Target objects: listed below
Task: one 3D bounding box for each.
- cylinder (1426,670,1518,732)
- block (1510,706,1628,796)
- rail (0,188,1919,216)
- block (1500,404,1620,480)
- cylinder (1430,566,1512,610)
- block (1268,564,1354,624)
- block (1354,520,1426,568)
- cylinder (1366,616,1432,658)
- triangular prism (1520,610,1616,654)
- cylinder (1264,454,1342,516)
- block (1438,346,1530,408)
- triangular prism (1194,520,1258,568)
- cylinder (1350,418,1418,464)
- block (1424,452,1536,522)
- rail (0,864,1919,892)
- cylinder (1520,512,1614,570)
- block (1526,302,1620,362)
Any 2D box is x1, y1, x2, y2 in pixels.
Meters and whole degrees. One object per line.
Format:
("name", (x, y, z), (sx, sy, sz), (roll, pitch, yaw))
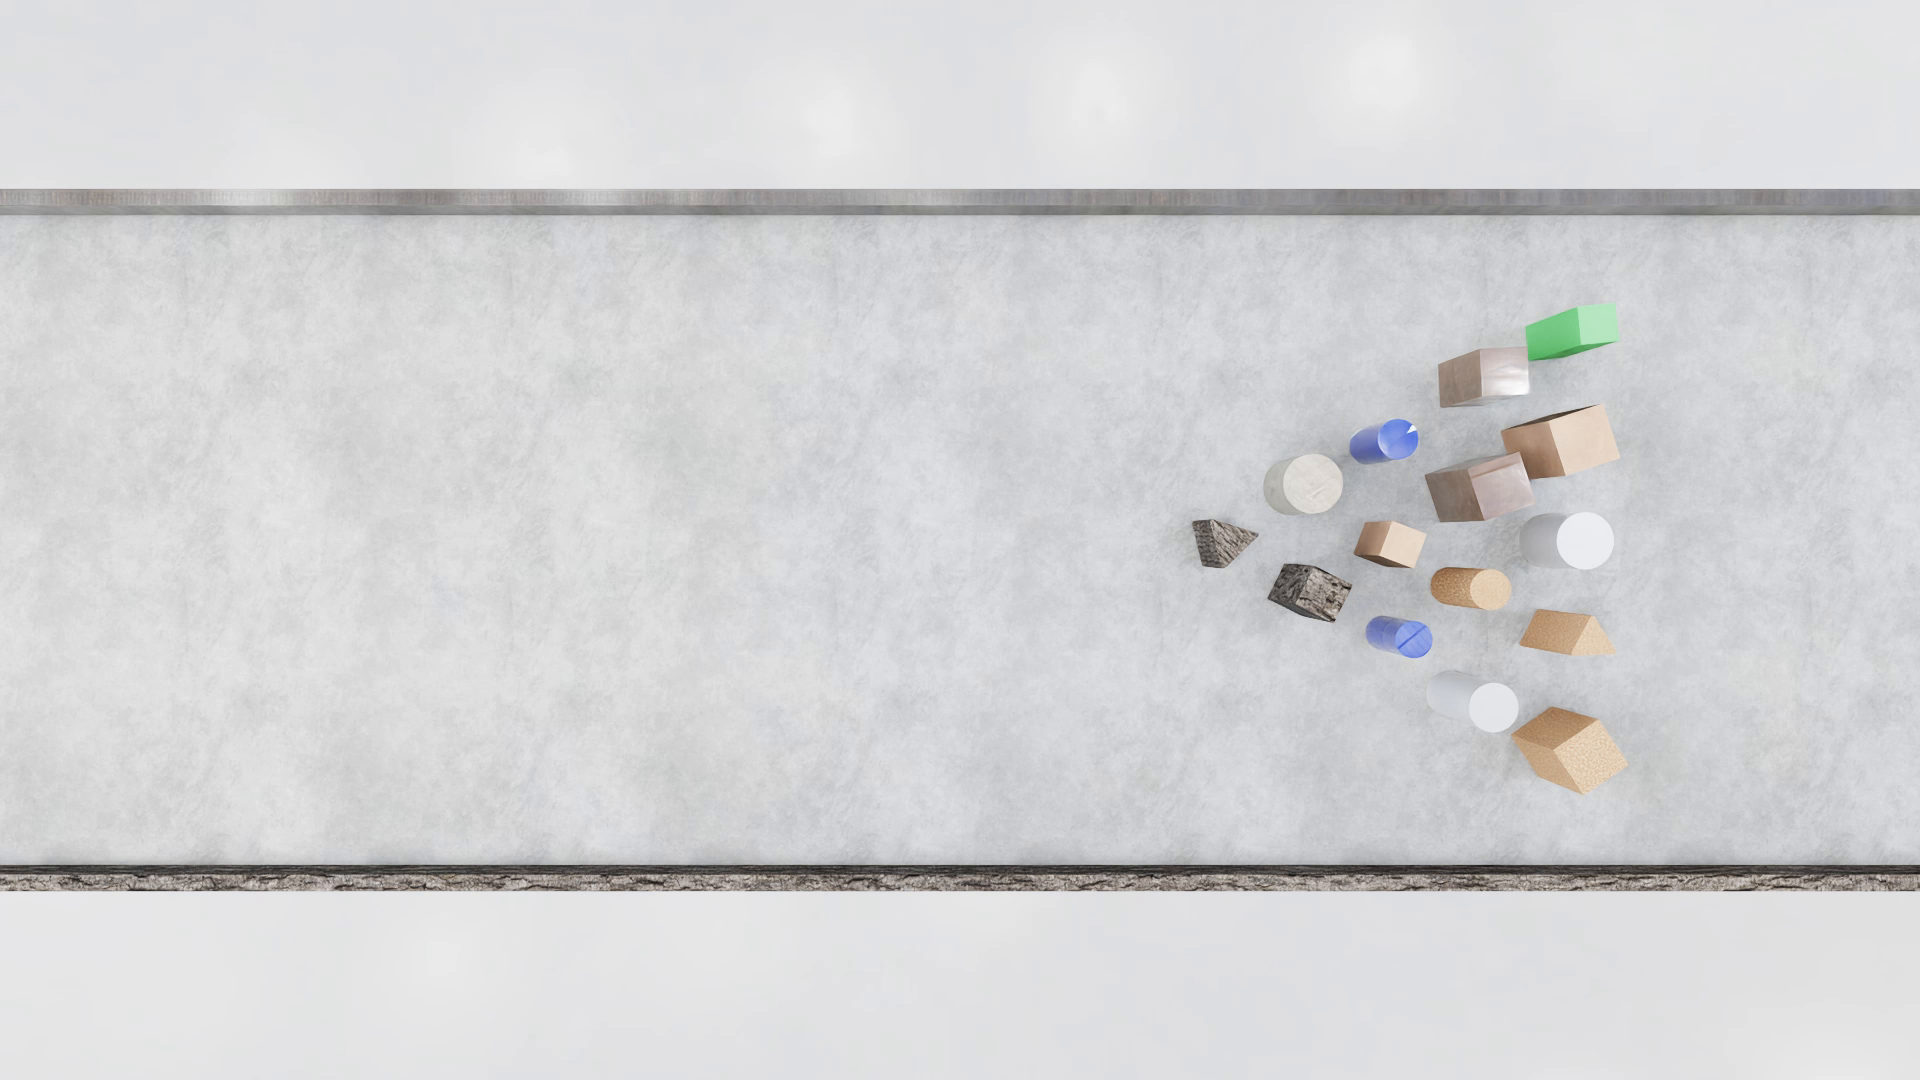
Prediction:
("cylinder", (1.504, 0.472, 4.862), (0.140, 0.429, 0.140), (0, 90, 0))
("block", (1.802, 0.620, 4.892), (0.156, 0.370, 0.156), (-34, 90, 0))
("rail", (-2.247, -1.025, 5.002), (12.000, 0.150, 0.050), (0, 90, 0))
("block", (1.765, -0.284, 4.869), (0.162, 0.416, 0.162), (-18, 90, 0))
("cylinder", (1.506, 0.141, 4.878), (0.117, 0.397, 0.117), (0, 90, 0))
("block", (1.025, 0.153, 4.859), (0.121, 0.434, 0.121), (27, 90, 0))
("block", (1.279, 0.014, 4.917), (0.107, 0.318, 0.107), (21, 90, 0))
("cylinder", (1.301, 0.286, 4.901), (0.107, 0.351, 0.107), (0, 90, 0))
("triangular prism", (1.783, 0.266, 4.860), (0.125, 0.434, 0.108), (-2, 90, 0))
("cylinder", (1.019, -0.163, 4.919), (0.173, 0.315, 0.173), (0, 90, 0))
("block", (1.543, -0.478, 4.873), (0.135, 0.406, 0.135), (-3, 90, 0))
("triangular prism", (0.759, -0.012, 4.890), (0.142, 0.373, 0.123), (-43, 90, 0))
("cylinder", (1.256, -0.289, 4.902), (0.117, 0.348, 0.117), (0, 90, 0))
("block", (1.526, -0.151, 4.861), (0.155, 0.432, 0.155), (-18, 90, 0))
("rail", (-2.247, 1.025, 5.001), (12.000, 0.150, 0.050), (0, 90, 0))
("cylinder", (1.803, 0.002, 4.916), (0.165, 0.321, 0.165), (0, 90, 0))
("block", (1.799, -0.610, 4.863), (0.108, 0.428, 0.108), (-6, 90, 0))
